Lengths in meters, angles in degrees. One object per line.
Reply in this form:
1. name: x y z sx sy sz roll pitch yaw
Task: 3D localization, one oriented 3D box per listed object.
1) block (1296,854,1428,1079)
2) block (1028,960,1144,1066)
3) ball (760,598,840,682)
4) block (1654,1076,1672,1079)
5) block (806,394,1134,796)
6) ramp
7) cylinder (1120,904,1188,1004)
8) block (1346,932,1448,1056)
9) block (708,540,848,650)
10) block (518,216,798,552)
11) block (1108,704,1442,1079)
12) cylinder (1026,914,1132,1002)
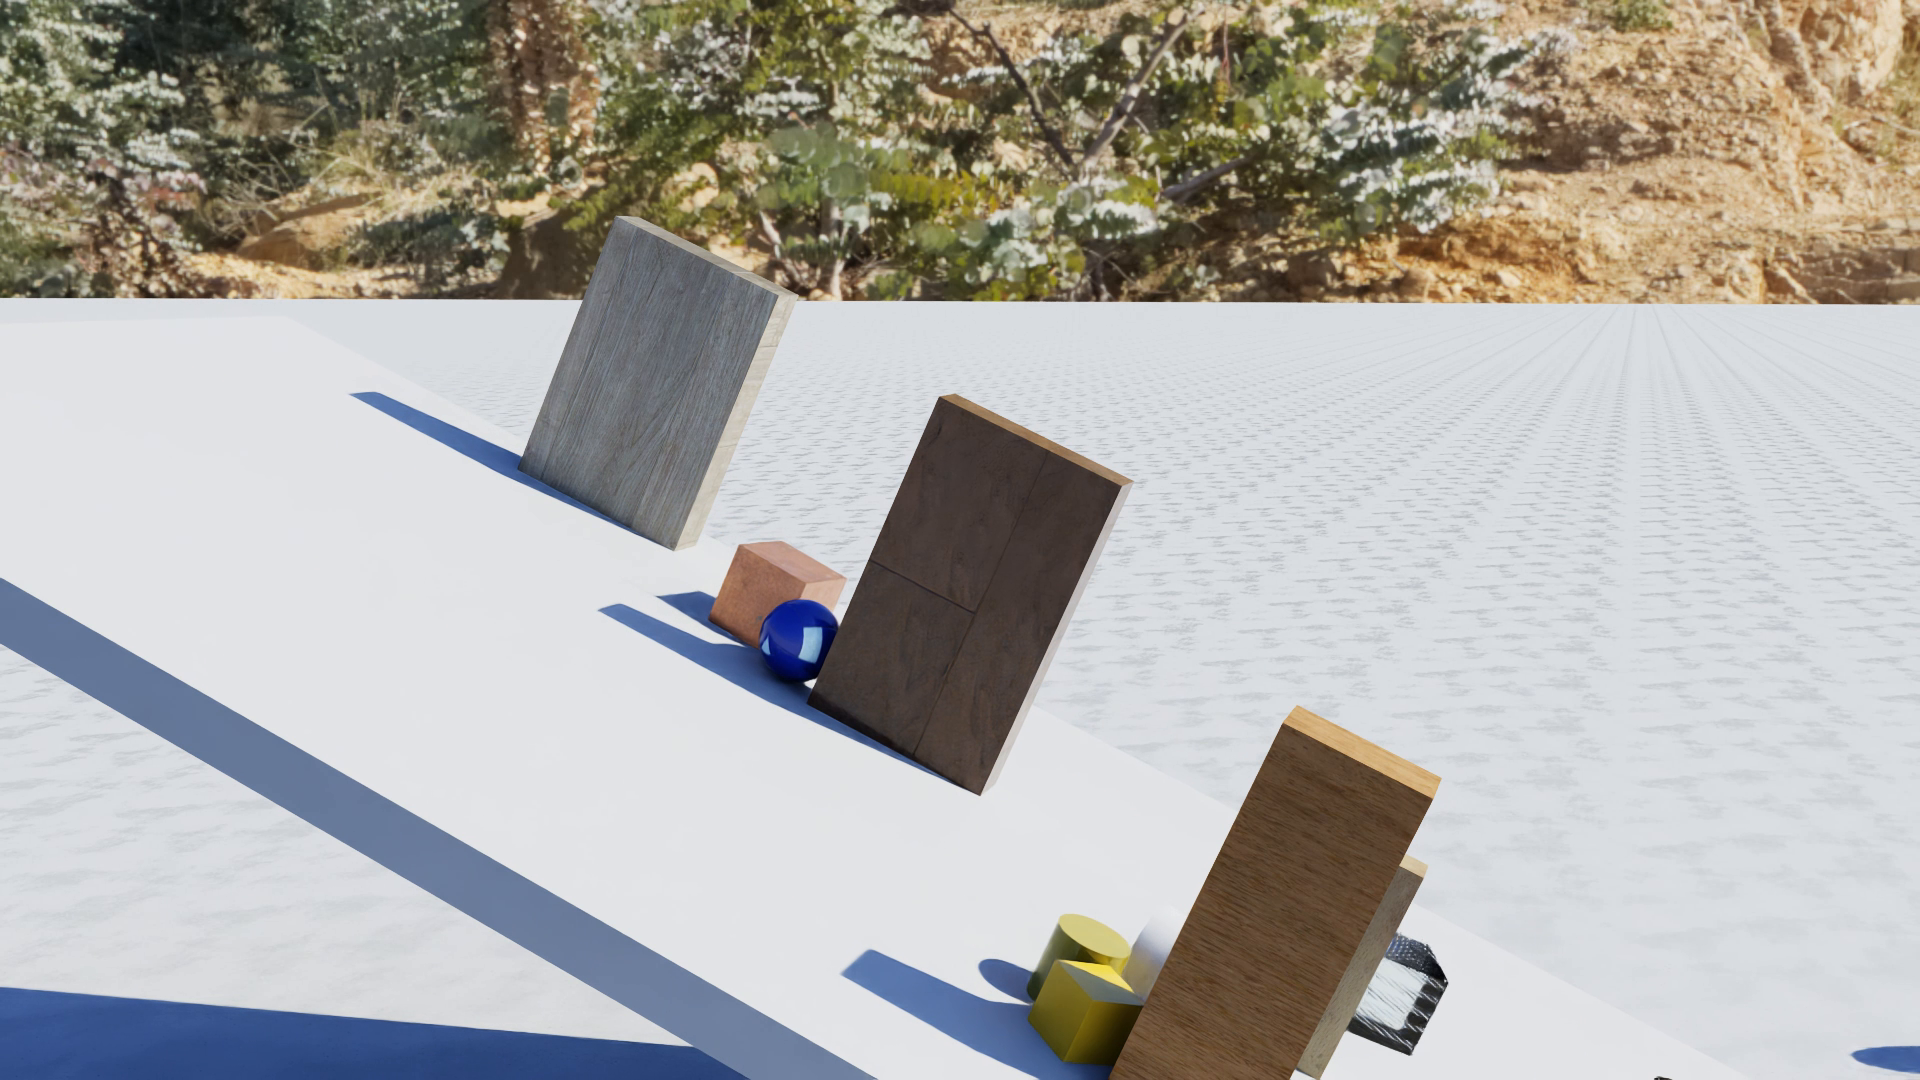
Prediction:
1. block: 0.597 0.683 3.761 0.243 0.404 0.084 27 14 13
2. block: 0.200 0.746 3.465 0.114 0.114 0.114 14 16 -35
3. ball: -0.327 0.207 4.529 0.173 0.173 0.173 0 7 0
4. block: 1.313 1.090 3.913 0.172 0.172 0.172 18 14 -23
5. block: 0.015 0.108 4.378 0.403 0.687 0.109 27 14 13
6. ramp: -0.275 0.473 4.176 4.000 0.100 2.000 27 14 13
7. cylinder: 0.386 0.734 3.691 0.179 0.179 0.179 30 20 24
8. block: 0.780 0.823 4.066 0.158 0.158 0.158 22 13 -6
9. block: -0.390 0.126 4.716 0.181 0.181 0.181 29 14 21
10. block: -0.701 -0.361 5.074 0.435 0.641 0.122 27 14 13
11. block: 0.469 0.600 3.328 0.240 0.648 0.141 27 14 13
12. cylinder: 0.194 0.701 3.594 0.130 0.130 0.130 23 13 -6
